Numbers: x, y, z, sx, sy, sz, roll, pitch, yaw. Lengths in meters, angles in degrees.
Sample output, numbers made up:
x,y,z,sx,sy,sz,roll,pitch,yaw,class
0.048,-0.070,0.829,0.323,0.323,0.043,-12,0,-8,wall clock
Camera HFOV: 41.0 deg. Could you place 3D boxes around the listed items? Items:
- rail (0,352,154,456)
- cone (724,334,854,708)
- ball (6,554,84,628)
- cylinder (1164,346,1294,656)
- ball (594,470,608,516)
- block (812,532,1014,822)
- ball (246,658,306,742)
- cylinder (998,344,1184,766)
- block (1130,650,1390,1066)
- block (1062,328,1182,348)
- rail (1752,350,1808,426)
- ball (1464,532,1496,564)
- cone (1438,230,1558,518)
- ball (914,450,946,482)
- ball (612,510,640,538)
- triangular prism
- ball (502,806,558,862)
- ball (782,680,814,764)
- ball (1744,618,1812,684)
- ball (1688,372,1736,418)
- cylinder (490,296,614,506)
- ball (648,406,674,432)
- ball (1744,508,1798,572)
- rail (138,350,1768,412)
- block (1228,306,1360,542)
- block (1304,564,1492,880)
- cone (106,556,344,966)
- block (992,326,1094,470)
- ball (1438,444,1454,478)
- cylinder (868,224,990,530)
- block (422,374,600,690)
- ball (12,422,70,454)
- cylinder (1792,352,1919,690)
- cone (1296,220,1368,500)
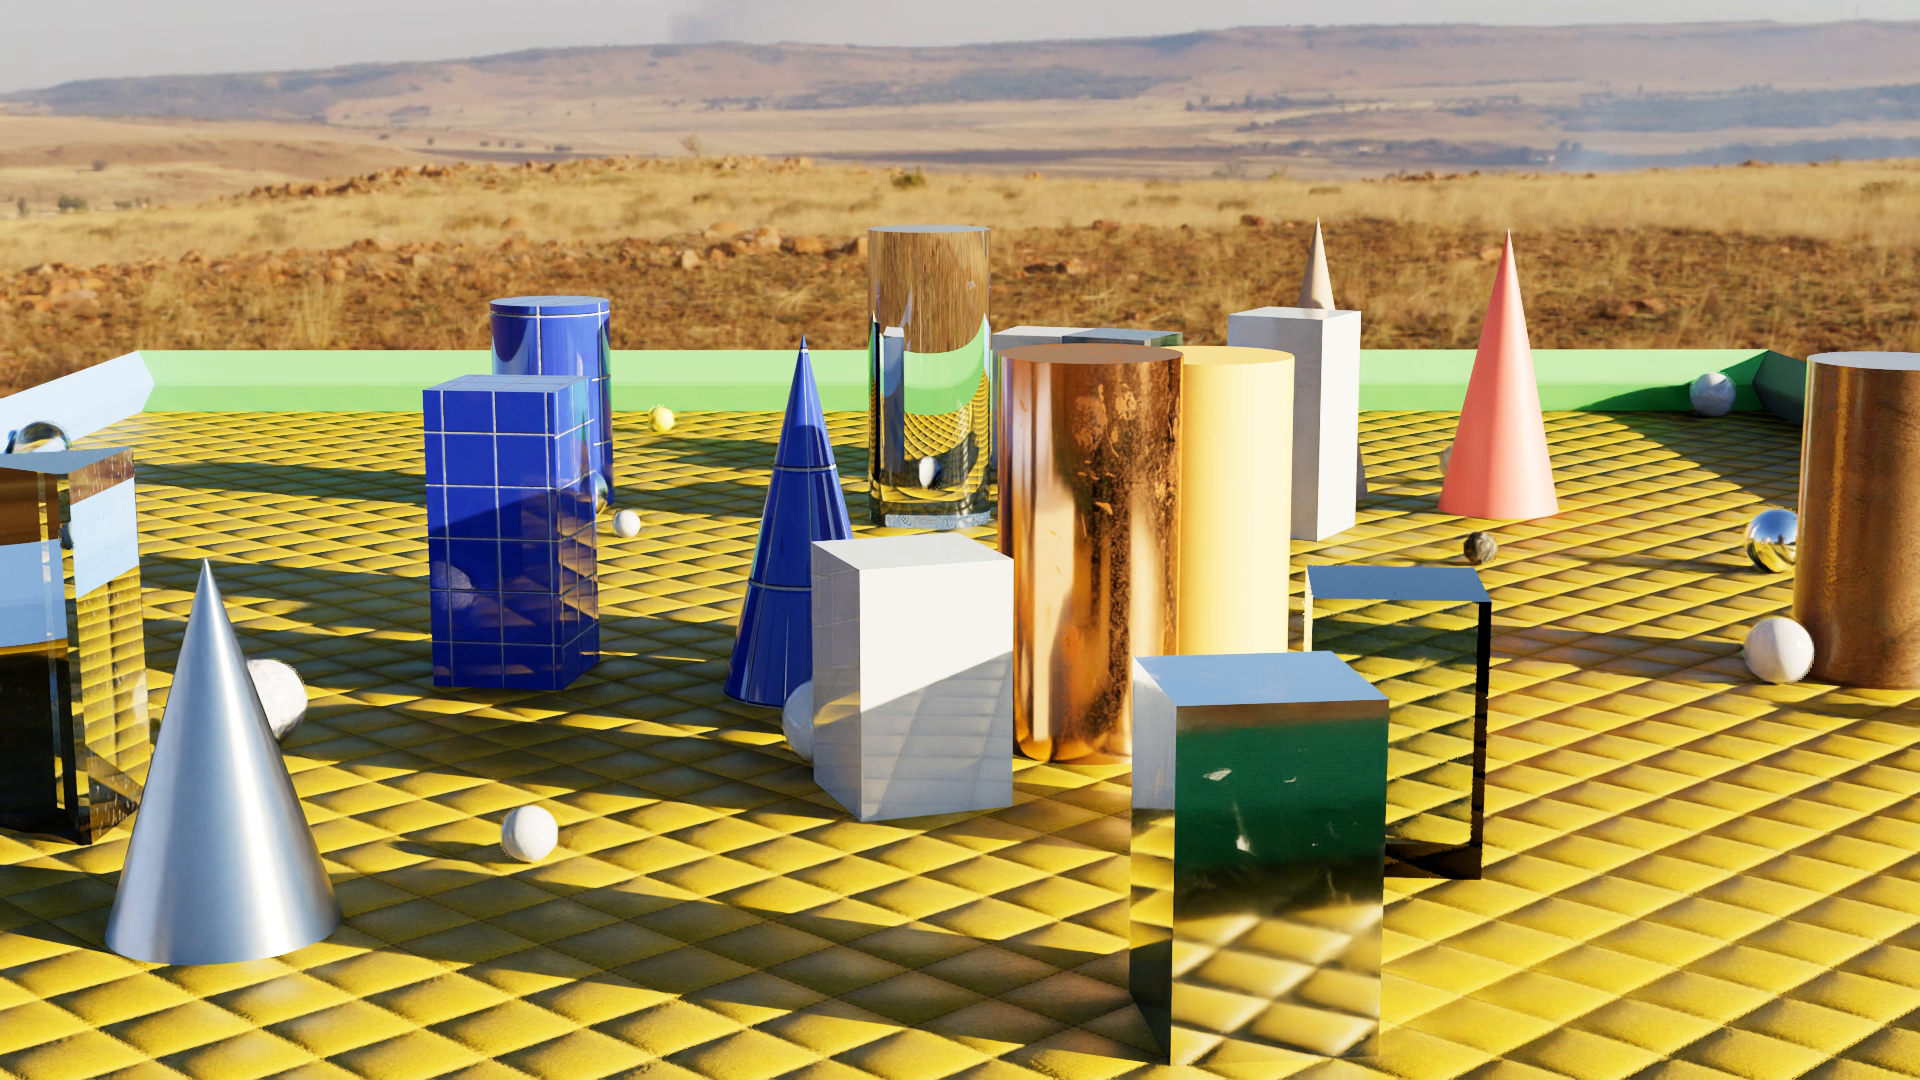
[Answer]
x,y,z,sx,sy,sz,roll,pitch,yaw,class
-1.709,0.035,3.439,0.045,0.128,4.092,0,10,0,rail
-0.181,-0.032,2.995,0.197,0.423,0.197,0,10,0,cone
-1.197,0.067,3.358,0.097,0.097,0.097,0,10,0,ball
0.289,-0.021,3.015,0.197,0.394,0.197,0,10,0,cylinder
-0.612,-0.074,4.144,0.088,0.088,0.088,0,10,0,ball
-0.049,0.133,2.576,0.158,0.250,0.158,-4,11,-20,block
-0.757,0.175,2.783,0.093,0.093,0.093,0,10,0,ball
0.139,0.011,2.761,0.197,0.425,0.197,0,10,0,cylinder
0.223,0.237,1.952,0.158,0.273,0.158,-1,11,-7,block
0.284,-0.229,4.495,0.158,0.265,0.158,6,12,29,block
1.709,0.031,3.459,0.045,0.128,4.092,0,10,0,rail
0.766,0.013,3.785,0.047,0.047,0.047,0,10,0,ball
0.894,-0.281,4.224,0.197,0.465,0.197,0,10,0,cone
-0.054,-0.130,4.531,0.056,0.056,0.056,0,10,0,ball
-0.520,-0.025,4.003,0.043,0.043,0.043,0,10,0,ball
-0.857,0.094,2.498,0.171,0.356,0.148,7,12,32,triangular prism
-0.398,0.272,2.374,0.052,0.052,0.052,0,10,0,ball
-0.141,0.190,2.700,0.094,0.094,0.094,0,10,0,ball
0.975,0.131,3.059,0.079,0.079,0.079,0,10,0,ball
1.574,-0.304,5.369,0.094,0.094,0.094,0,10,0,ball
-0.682,-0.230,4.296,0.197,0.340,0.197,0,10,0,cylinder
-0.600,-0.243,5.155,0.051,0.051,0.051,0,10,0,ball
1.186,0.001,3.722,0.094,0.094,0.094,0,10,0,ball
-0.012,-0.335,5.437,3.466,0.128,0.045,0,10,0,rail
0.524,-0.186,4.047,0.158,0.344,0.158,6,12,29,block
0.401,0.166,2.383,0.158,0.257,0.158,1,11,5,block
-0.630,0.172,2.170,0.197,0.323,0.197,0,10,0,cone
0.159,-0.260,4.709,0.158,0.247,0.158,4,11,19,block
0.878,-0.133,4.504,0.073,0.073,0.073,0,10,0,ball
-0.049,-0.265,4.127,0.197,0.469,0.197,0,10,0,cylinder
-0.536,-0.013,3.081,0.158,0.354,0.158,2,11,8,block
-1.646,-0.164,4.597,0.099,0.099,0.099,0,10,0,ball
1.112,-0.027,3.089,0.197,0.379,0.197,0,10,0,cylinder
0.604,-0.313,4.370,0.197,0.476,0.197,0,10,0,cone
